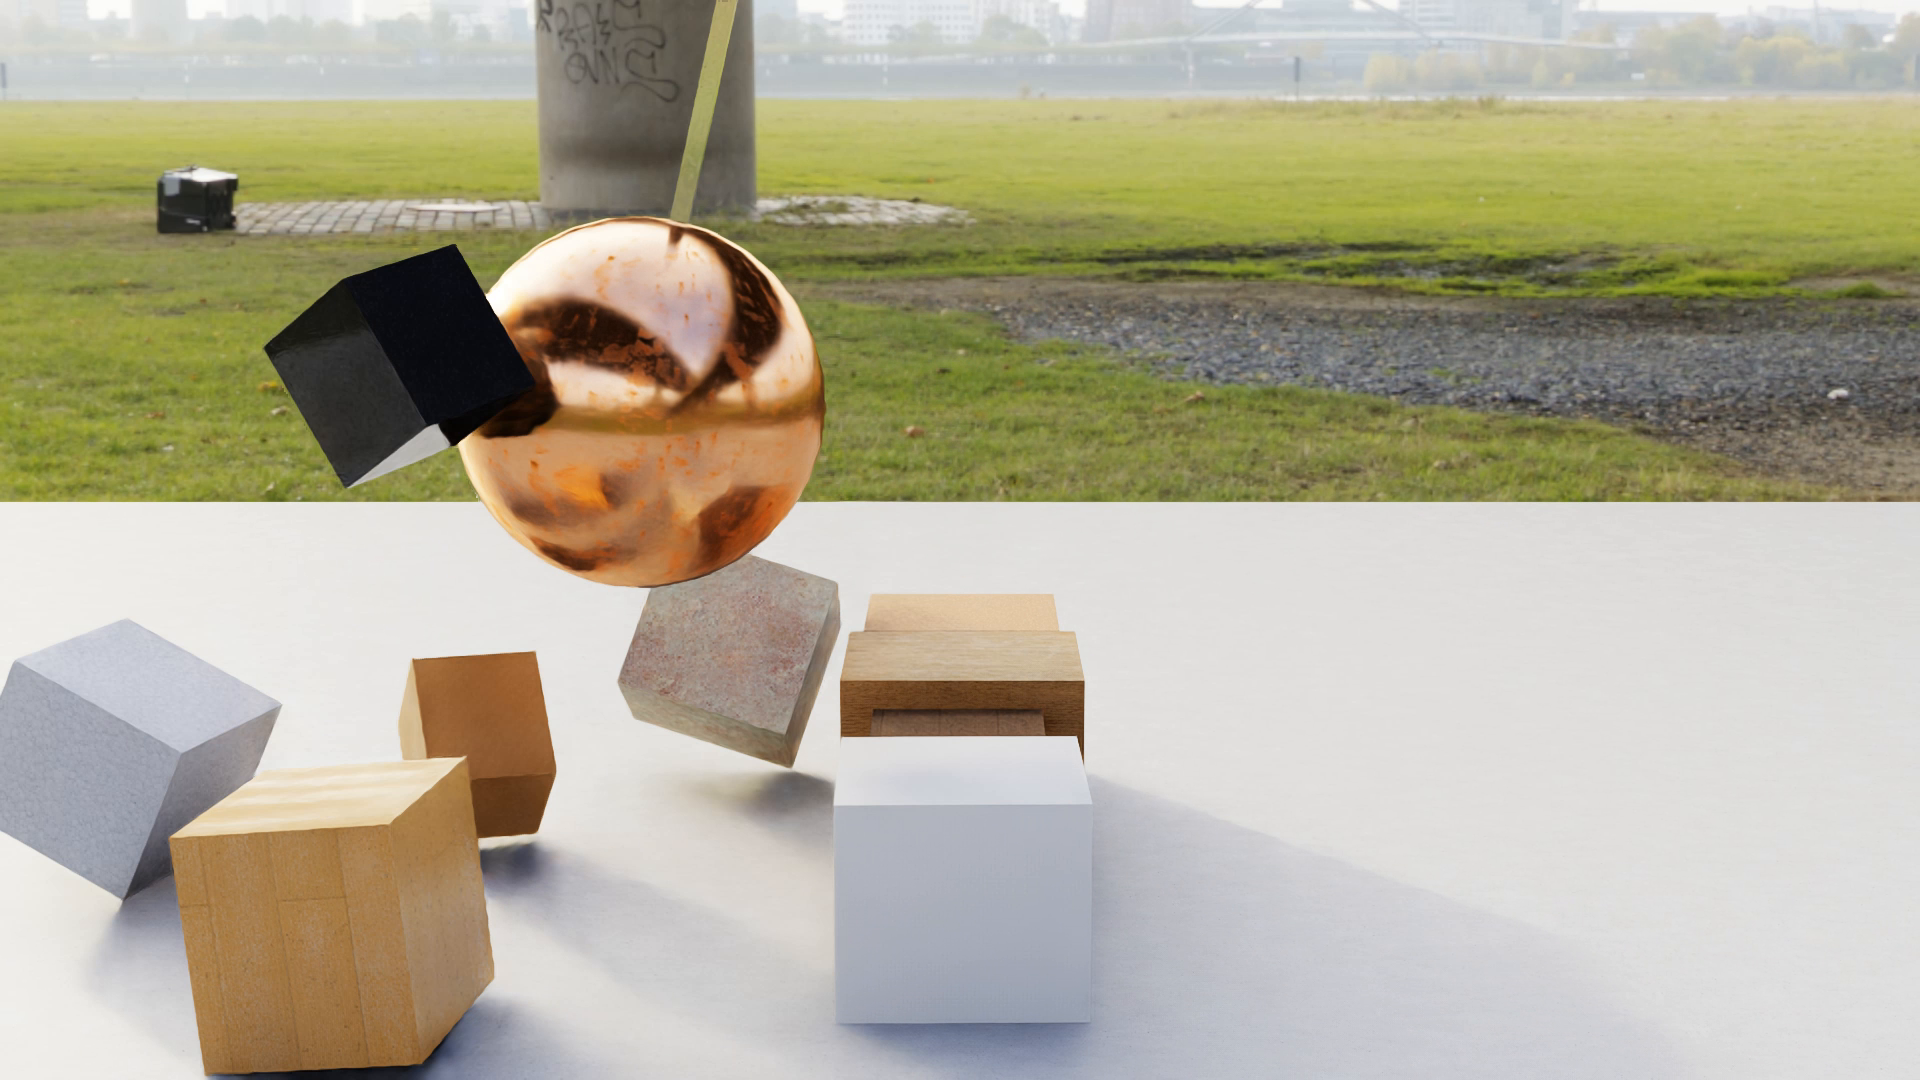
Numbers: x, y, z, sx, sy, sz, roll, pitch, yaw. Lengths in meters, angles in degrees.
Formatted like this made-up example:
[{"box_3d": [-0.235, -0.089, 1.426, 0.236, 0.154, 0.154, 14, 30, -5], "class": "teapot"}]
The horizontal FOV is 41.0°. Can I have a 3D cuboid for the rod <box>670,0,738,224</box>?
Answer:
[{"box_3d": [-0.597, -3.849, 10.481, 0.080, 5.200, 0.080, 13, 10, -2], "class": "rod"}]

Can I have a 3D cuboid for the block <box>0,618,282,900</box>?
[{"box_3d": [-3.714, 0.955, 11.411, 0.853, 0.748, 0.879, 27, 15, 8], "class": "block"}]

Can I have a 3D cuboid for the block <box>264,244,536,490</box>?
[{"box_3d": [-2.221, -0.692, 10.189, 0.585, 0.649, 0.625, -30, 0, 38], "class": "block"}]

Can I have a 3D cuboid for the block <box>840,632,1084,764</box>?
[{"box_3d": [0.011, 0.959, 11.829, 1.074, 0.881, 1.014, 0, 10, 0], "class": "block"}]

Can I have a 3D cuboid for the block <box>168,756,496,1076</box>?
[{"box_3d": [-2.277, 1.362, 9.425, 0.800, 0.876, 0.896, -4, 10, 7], "class": "block"}]

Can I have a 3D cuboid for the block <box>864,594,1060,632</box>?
[{"box_3d": [0.009, 0.788, 12.771, 0.936, 0.881, 0.879, 0, 10, 0], "class": "block"}]

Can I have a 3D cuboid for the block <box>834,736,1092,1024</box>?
[{"box_3d": [0.004, 1.305, 10.023, 0.956, 0.847, 0.987, 0, 10, -1], "class": "block"}]

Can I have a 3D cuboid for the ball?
[{"box_3d": [-1.378, -0.593, 11.073, 1.600, 1.600, 1.600, 0, 10, 0], "class": "ball"}]

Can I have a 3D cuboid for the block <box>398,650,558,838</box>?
[{"box_3d": [-2.221, 0.951, 11.760, 0.564, 0.632, 0.607, -3, -32, -21], "class": "block"}]

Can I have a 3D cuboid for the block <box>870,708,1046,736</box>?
[{"box_3d": [-0.009, 1.186, 10.930, 0.740, 0.756, 0.814, 0, 10, 0], "class": "block"}]

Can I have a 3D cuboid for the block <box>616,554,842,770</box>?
[{"box_3d": [-1.135, 0.561, 12.848, 0.855, 0.801, 0.844, 17, -16, 4], "class": "block"}]
